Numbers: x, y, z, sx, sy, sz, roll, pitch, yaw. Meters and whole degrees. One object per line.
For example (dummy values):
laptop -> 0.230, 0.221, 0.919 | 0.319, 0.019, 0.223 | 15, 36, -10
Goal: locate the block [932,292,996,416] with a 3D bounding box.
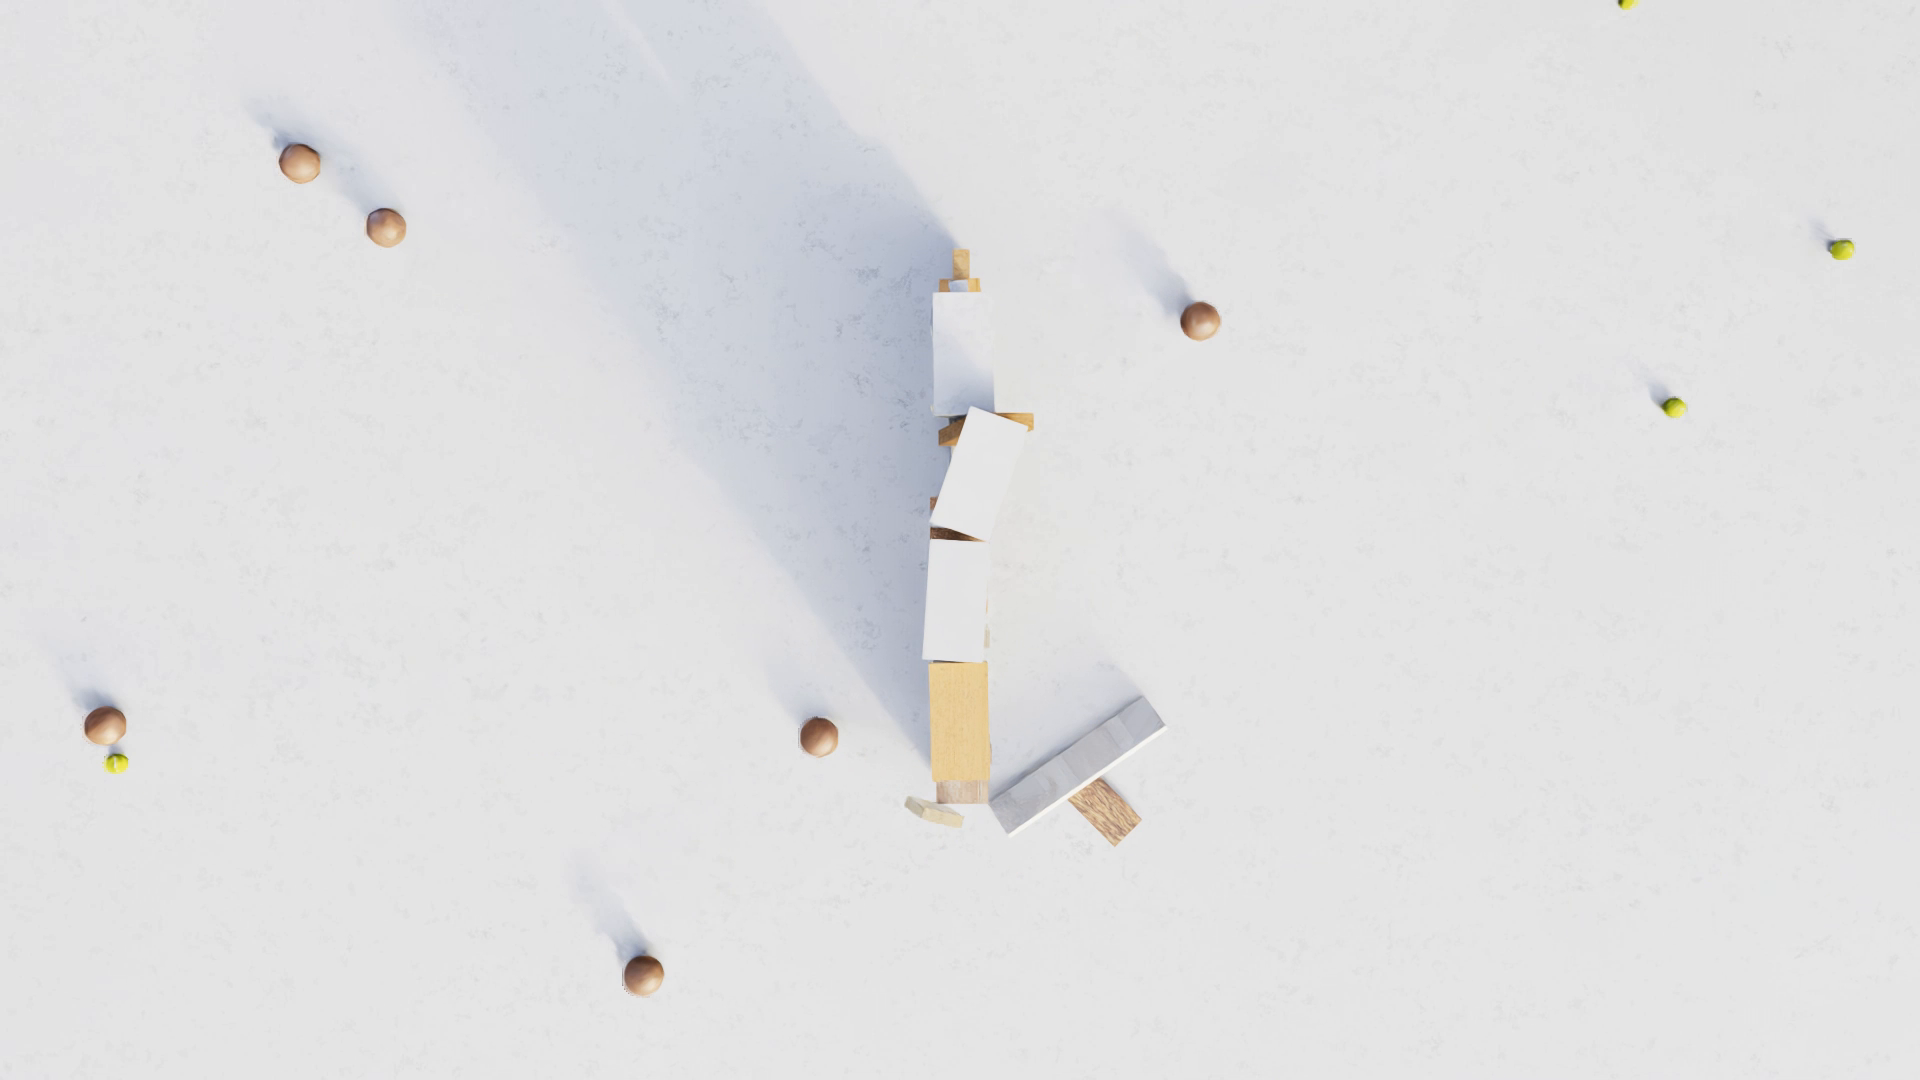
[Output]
block -> 0.012, -0.543, 4.822 | 0.178, 0.050, 0.356 | -1, 90, 0

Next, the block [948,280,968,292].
block -> 0.003, -0.740, 5.080 | 0.058, 0.016, 0.116 | -10, 90, 0

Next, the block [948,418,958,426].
block -> 0.001, -0.385, 5.344 | 0.073, 0.021, 0.146 | 0, 90, 0

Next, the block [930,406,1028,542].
block -> 0.054, -0.189, 4.711 | 0.174, 0.049, 0.347 | 19, 92, -1

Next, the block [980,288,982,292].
block -> 0.003, -0.782, 5.370 | 0.130, 0.259, 0.037 | 0, 90, 0

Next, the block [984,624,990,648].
block -> 0.000, 0.285, 4.974 | 0.171, 0.456, 0.049 | 1, 90, 0

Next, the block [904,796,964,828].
block -> -0.083, 0.849, 5.153 | 0.129, 0.258, 0.037 | 16, 86, -13

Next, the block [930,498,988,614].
block -> -0.003, 0.048, 5.114 | 0.180, 0.051, 0.360 | 0, 90, 0

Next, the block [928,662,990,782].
block -> -0.001, 0.523, 4.765 | 0.169, 0.048, 0.338 | -1, 90, 0

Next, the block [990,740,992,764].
block -> 0.008, 0.625, 4.958 | 0.169, 0.338, 0.048 | 1, 90, 0

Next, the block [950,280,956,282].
block -> -0.004, -0.799, 5.146 | 0.058, 0.116, 0.016 | -1, 106, 0

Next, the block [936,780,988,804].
block -> 0.005, 0.658, 5.150 | 0.163, 0.046, 0.327 | 0, 90, 0

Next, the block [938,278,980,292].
block -> 0.001, -0.695, 5.222 | 0.130, 0.037, 0.259 | -1, 90, 0

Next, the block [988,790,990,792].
block -> 0.009, 0.773, 5.337 | 0.163, 0.327, 0.046 | -3, 90, 0

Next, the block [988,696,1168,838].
block -> 0.389, 0.749, 5.451 | 0.631, 0.037, 0.129 | -35, 59, 0

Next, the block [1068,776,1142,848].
block -> 0.468, 0.882, 5.482 | 0.129, 0.037, 0.258 | -45, 90, 0

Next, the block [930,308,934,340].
block -> 0.002, -0.651, 5.026 | 0.178, 0.356, 0.050 | 3, 90, 0

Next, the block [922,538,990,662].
block -> -0.011, 0.173, 4.722 | 0.171, 0.049, 0.343 | 4, 90, 0

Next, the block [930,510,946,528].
block -> -0.001, -0.057, 4.915 | 0.174, 0.347, 0.049 | 4, 90, 0

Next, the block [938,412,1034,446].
block -> 0.072, -0.334, 5.025 | 0.174, 0.564, 0.049 | 0, 88, -11

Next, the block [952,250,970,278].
block -> 0.004, -0.894, 5.384 | 0.054, 0.015, 0.108 | 0, 90, 0

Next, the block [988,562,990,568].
block -> -0.001, 0.056, 4.918 | 0.171, 0.343, 0.049 | 0, 90, 0

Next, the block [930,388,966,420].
block -> 0.003, -0.416, 5.091 | 0.178, 0.486, 0.050 | 4, 90, 0

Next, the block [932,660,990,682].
block -> 0.000, 0.401, 4.996 | 0.169, 0.413, 0.048 | 1, 90, 0

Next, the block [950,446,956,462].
block -> 0.013, -0.245, 5.302 | 0.085, 0.024, 0.170 | 4, 79, -11
